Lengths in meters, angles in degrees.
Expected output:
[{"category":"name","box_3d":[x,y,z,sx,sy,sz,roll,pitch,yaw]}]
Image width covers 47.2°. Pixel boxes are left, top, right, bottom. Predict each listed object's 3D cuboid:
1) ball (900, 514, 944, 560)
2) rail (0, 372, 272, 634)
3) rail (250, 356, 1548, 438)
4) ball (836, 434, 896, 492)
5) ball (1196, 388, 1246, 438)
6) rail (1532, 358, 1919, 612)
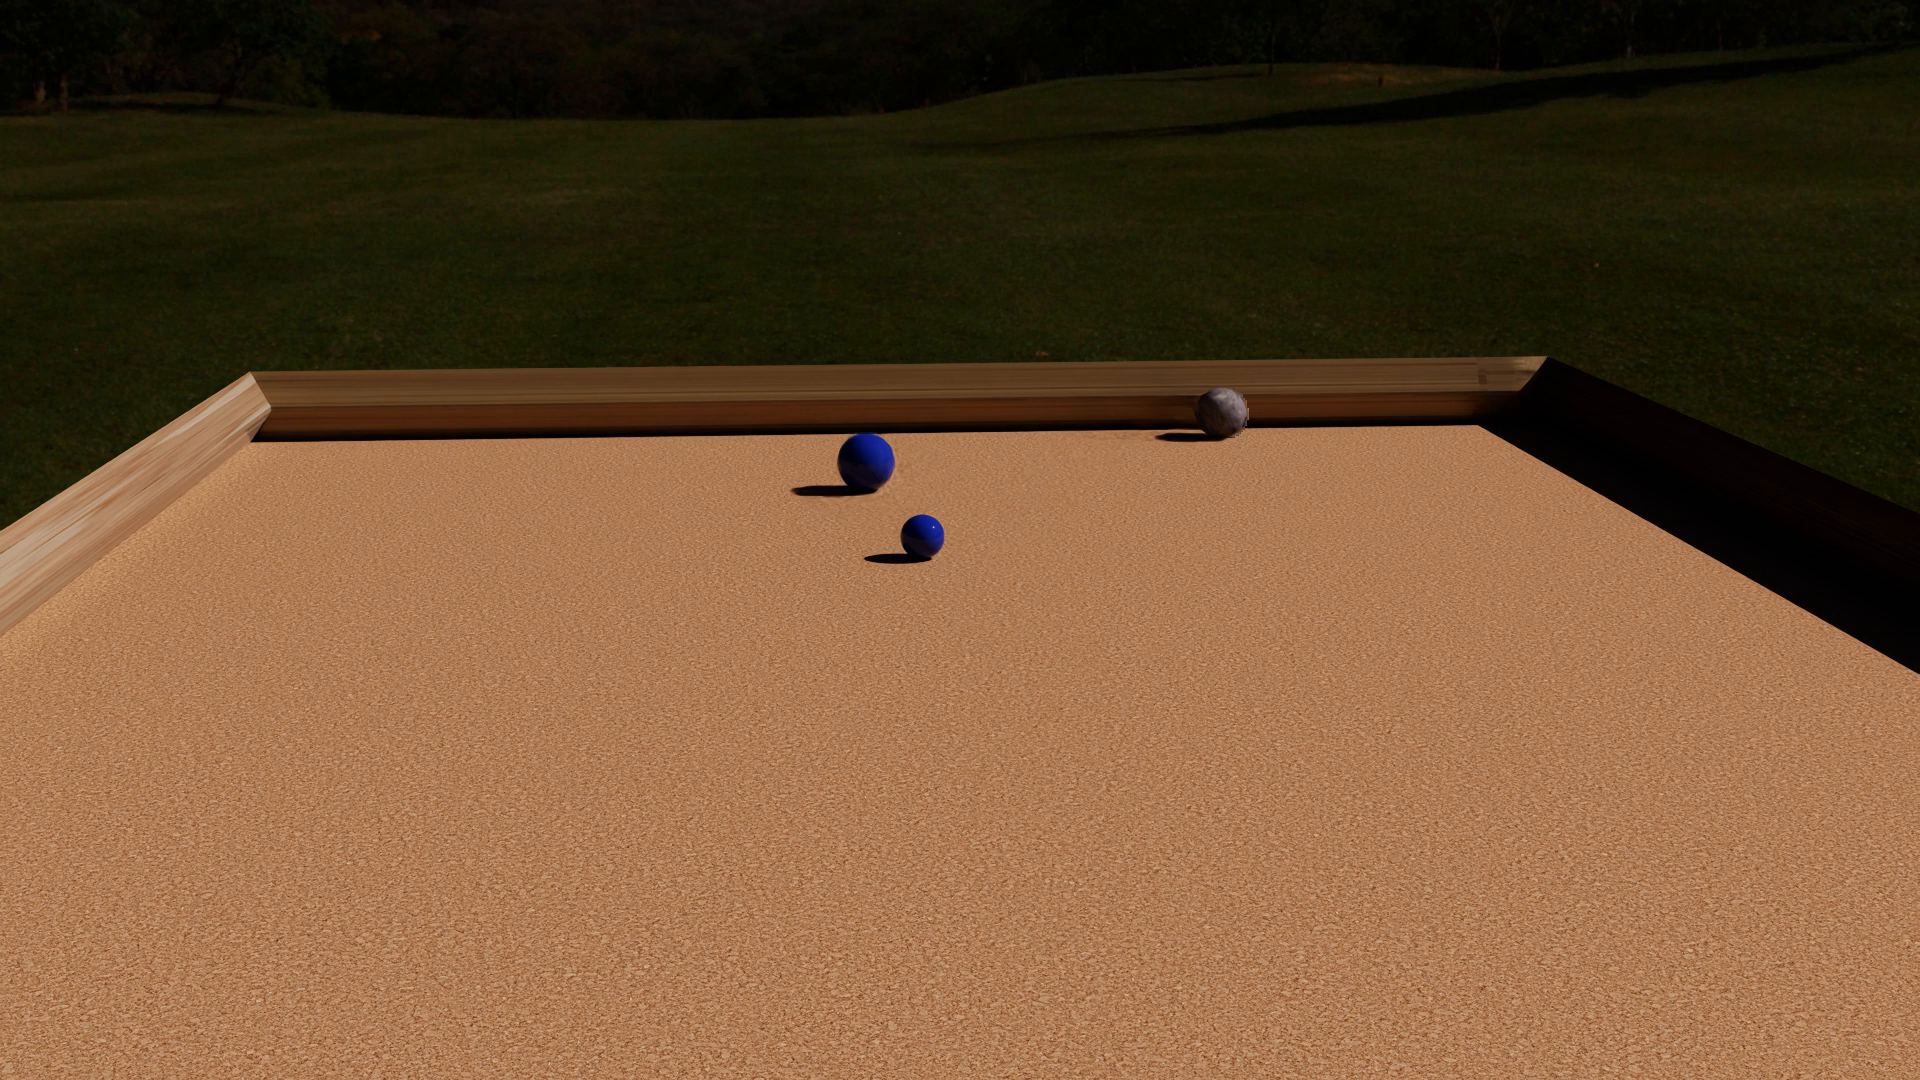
[{"category":"ball","box_3d":[-0.054,-0.005,3.155,0.064,0.064,0.064,0,13,0]},{"category":"rail","box_3d":[-1.115,0.248,1.923,0.045,0.125,4.443,-1,13,-4]},{"category":"rail","box_3d":[-0.086,-0.267,4.151,2.461,0.125,0.045,-1,13,-4]},{"category":"ball","box_3d":[-0.155,-0.128,3.619,0.096,0.096,0.096,0,13,0]},{"category":"ball","box_3d":[0.486,-0.237,4.094,0.094,0.094,0.094,0,13,0]},{"category":"rail","box_3d":[1.291,0.205,2.110,0.045,0.125,4.443,-1,13,-4]}]
